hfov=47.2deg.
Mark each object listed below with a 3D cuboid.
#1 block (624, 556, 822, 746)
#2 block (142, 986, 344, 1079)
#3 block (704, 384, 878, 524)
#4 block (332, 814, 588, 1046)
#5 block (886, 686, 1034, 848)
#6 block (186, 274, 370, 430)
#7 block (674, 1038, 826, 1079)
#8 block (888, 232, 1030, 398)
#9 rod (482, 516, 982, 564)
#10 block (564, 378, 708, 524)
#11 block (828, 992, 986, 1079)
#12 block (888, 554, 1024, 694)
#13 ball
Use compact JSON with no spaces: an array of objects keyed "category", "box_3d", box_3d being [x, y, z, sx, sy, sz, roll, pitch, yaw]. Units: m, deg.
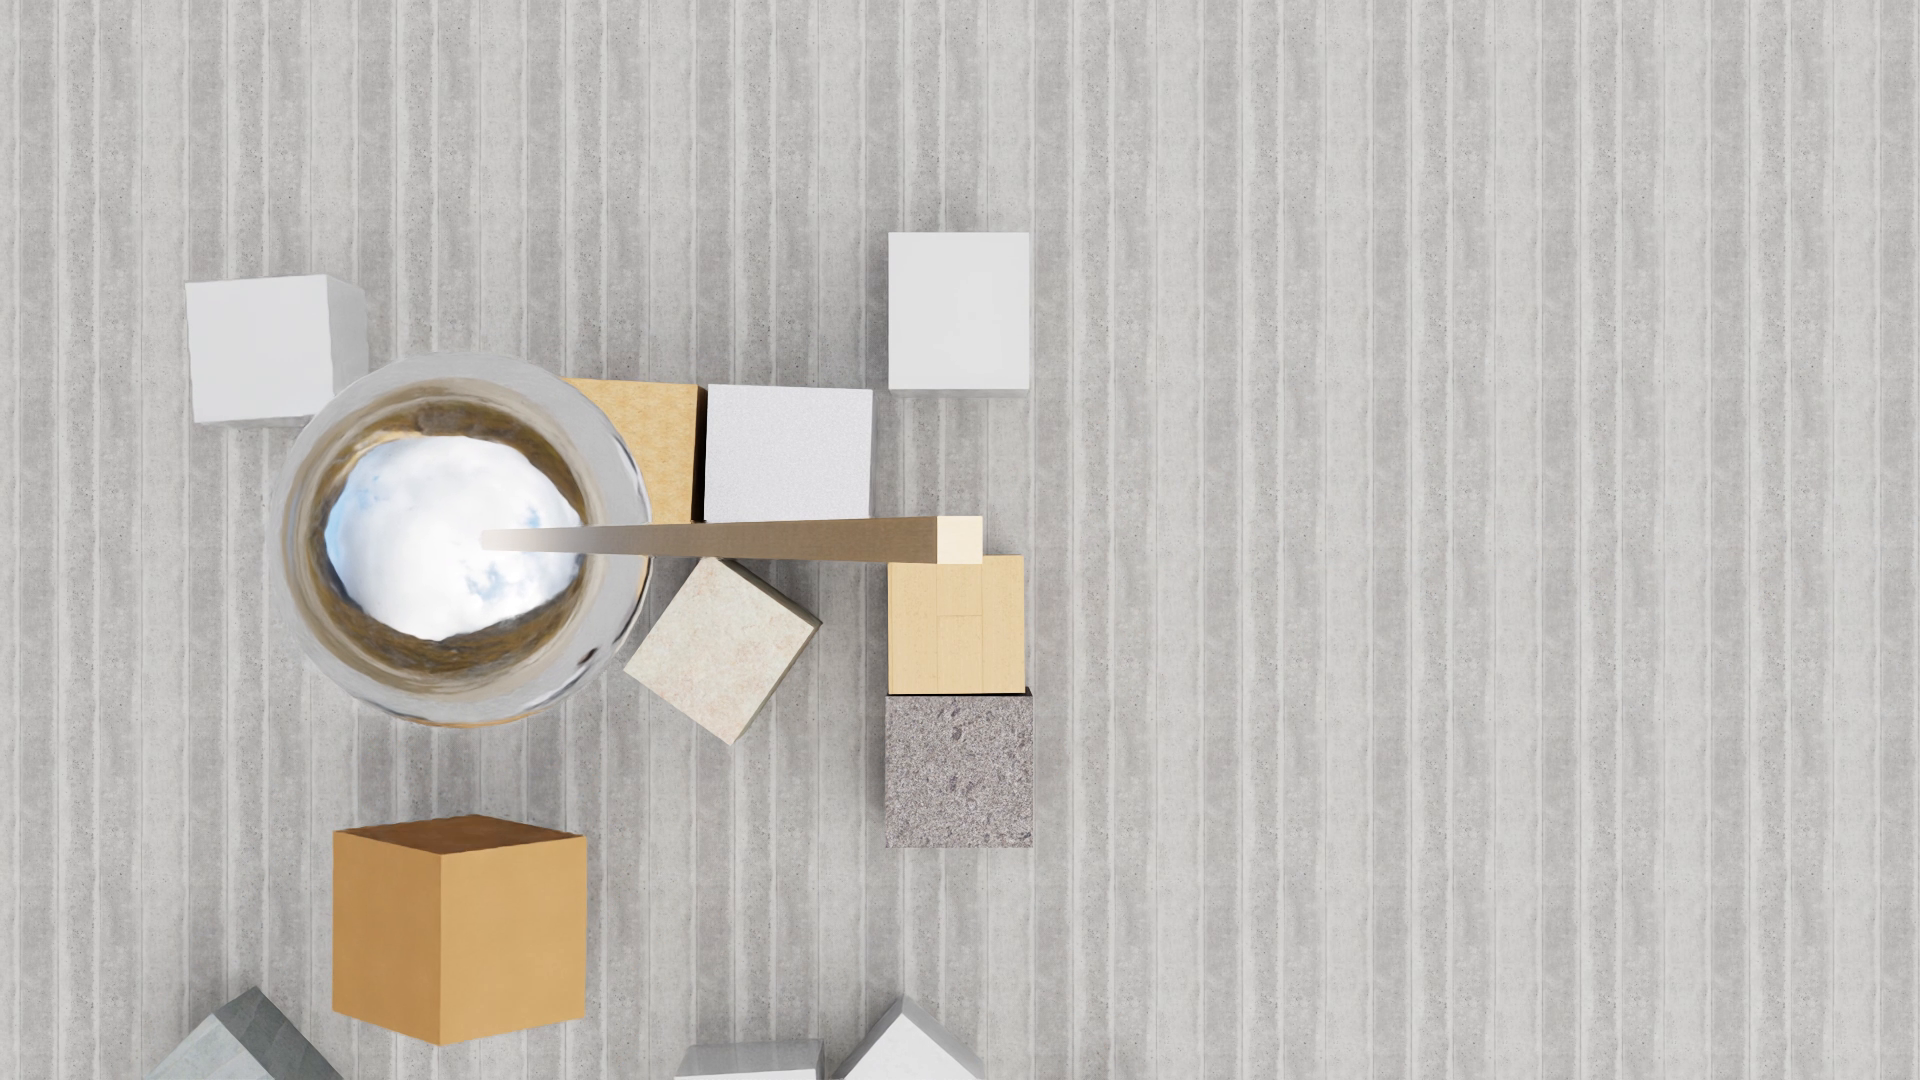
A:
[{"category":"block","box_3d":[-1.335,0.603,12.580,0.729,0.841,0.799,35,90,0]},{"category":"block","box_3d":[-4.154,3.233,12.618,0.812,0.764,0.886,-43,90,0]},{"category":"block","box_3d":[-0.947,-0.383,12.544,0.903,0.912,0.917,2,90,0]},{"category":"block","box_3d":[-2.796,2.142,12.277,1.074,0.943,1.011,2,92,43]},{"category":"block","box_3d":[-0.003,1.286,12.589,0.818,0.823,0.838,0,90,0]},{"category":"block","box_3d":[-3.888,-1.064,12.607,0.783,0.785,0.774,-4,90,0]},{"category":"block","box_3d":[-1.177,3.343,12.612,0.789,0.777,0.760,-3,90,0]},{"category":"block","box_3d":[-0.006,-1.271,12.599,0.779,0.803,0.867,0,90,0]},{"category":"rod","box_3d":[-0.909,0.000,6.125,0.080,5.200,0.080,0,90,-20]},{"category":"block","box_3d":[-1.927,-0.448,12.584,0.904,0.833,0.871,3,90,0]},{"category":"block","box_3d":[-0.315,3.134,12.705,0.632,0.591,0.678,41,90,0]},{"category":"block","box_3d":[-0.020,0.468,12.572,0.751,0.857,0.758,-1,90,0]},{"category":"ball","box_3d":[-2.097,0.000,9.311,1.600,1.600,1.600,0,90,0]}]
